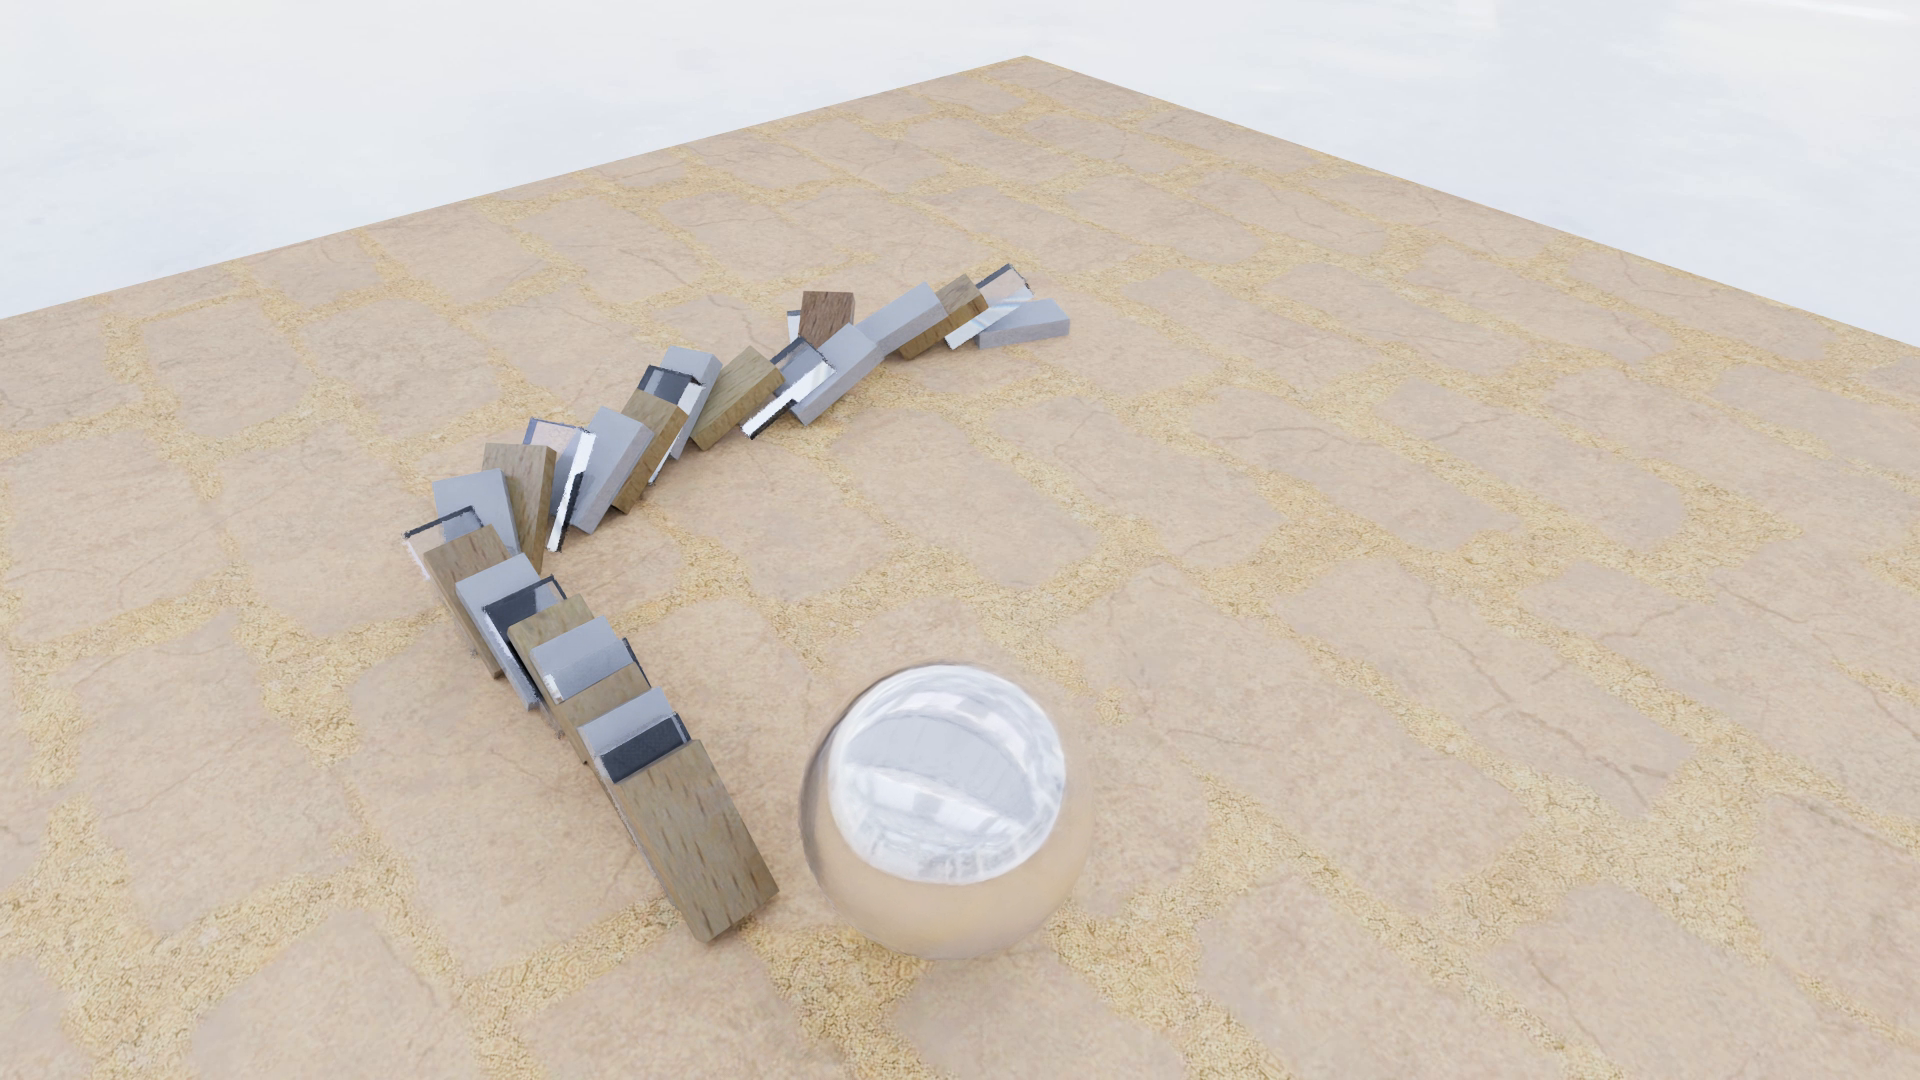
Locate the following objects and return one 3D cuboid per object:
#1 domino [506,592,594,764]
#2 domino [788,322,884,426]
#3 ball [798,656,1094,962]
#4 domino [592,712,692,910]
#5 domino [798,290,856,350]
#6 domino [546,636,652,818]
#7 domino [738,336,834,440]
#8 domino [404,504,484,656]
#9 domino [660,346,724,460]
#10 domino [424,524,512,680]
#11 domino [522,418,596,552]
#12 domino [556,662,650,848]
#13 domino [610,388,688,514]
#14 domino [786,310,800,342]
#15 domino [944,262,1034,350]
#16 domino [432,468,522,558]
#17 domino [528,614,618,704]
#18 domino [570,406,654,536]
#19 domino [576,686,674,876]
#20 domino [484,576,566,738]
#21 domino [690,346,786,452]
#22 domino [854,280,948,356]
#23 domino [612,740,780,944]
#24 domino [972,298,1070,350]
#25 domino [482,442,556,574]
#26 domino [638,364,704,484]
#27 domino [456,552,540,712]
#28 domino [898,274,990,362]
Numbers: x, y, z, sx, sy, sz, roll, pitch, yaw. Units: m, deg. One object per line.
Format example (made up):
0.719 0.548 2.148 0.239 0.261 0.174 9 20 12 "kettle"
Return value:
-0.126 0.046 0.365 0.025 0.010 0.050 -30 85 -31 "domino"
-0.063 -0.079 0.522 0.050 0.010 0.025 -42 54 -7 "domino"
-0.004 0.072 0.300 0.080 0.080 0.080 0 39 0 "ball"
-0.083 0.079 0.321 0.025 0.050 0.009 -29 5 -31 "domino"
-0.067 -0.099 0.544 0.025 0.009 0.050 3 71 3 "domino"
-0.106 0.059 0.345 0.025 0.050 0.009 -28 4 -31 "domino"
-0.086 -0.072 0.514 0.050 0.010 0.025 -41 51 -7 "domino"
-0.179 0.015 0.404 0.025 0.010 0.050 -30 83 -31 "domino"
-0.130 -0.063 0.499 0.025 0.009 0.050 14 73 24 "domino"
-0.168 0.022 0.395 0.025 0.009 0.050 -30 83 -31 "domino"
-0.169 -0.023 0.447 0.025 0.009 0.050 12 81 14 "domino"
-0.099 0.066 0.336 0.025 0.050 0.010 -31 6 -31 "domino"
-0.140 -0.038 0.470 0.025 0.010 0.050 23 77 26 "domino"
-0.076 -0.104 0.570 0.025 0.010 0.050 -6 40 -8 "domino"
0.011 -0.122 0.572 0.050 0.010 0.025 -33 42 4 "domino"
-0.183 0.000 0.420 0.025 0.010 0.050 -14 79 -13 "domino"
-0.115 0.052 0.356 0.025 0.009 0.050 -29 87 -31 "domino"
-0.152 -0.029 0.460 0.025 0.010 0.050 23 77 26 "domino"
-0.091 0.072 0.329 0.025 0.050 0.010 -28 4 -31 "domino"
-0.138 0.039 0.376 0.025 0.009 0.050 -30 79 -31 "domino"
-0.107 -0.066 0.507 0.050 0.010 0.025 -43 51 -8 "domino"
-0.033 -0.110 0.561 0.050 0.010 0.025 -32 43 3 "domino"
-0.075 0.085 0.313 0.025 0.050 0.009 -29 5 -31 "domino"
0.030 -0.115 0.584 0.050 0.009 0.025 -12 41 -14 "domino"
-0.177 -0.013 0.435 0.025 0.010 0.050 3 80 4 "domino"
-0.136 -0.051 0.485 0.025 0.010 0.050 16 74 24 "domino"
-0.152 0.032 0.385 0.025 0.009 0.050 -29 79 -31 "domino"
-0.012 -0.115 0.567 0.050 0.009 0.025 -33 43 4 "domino"
